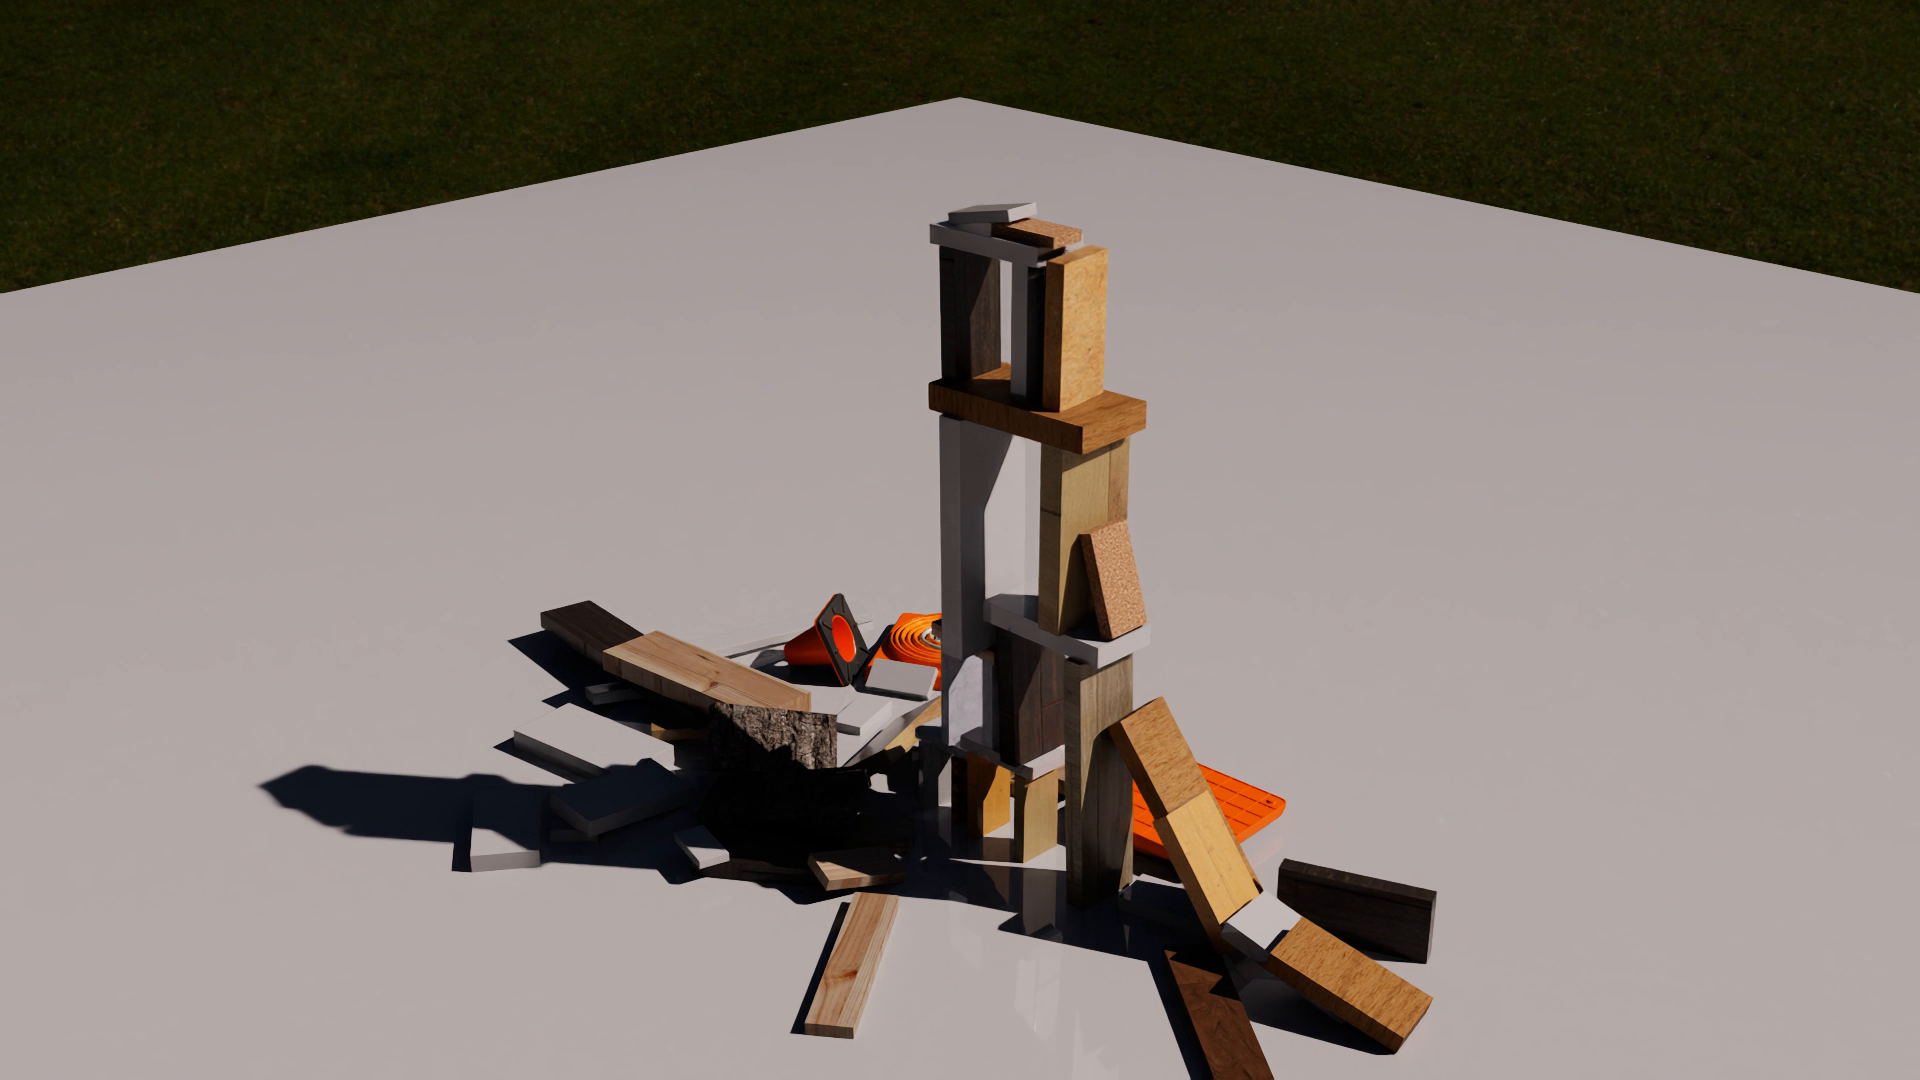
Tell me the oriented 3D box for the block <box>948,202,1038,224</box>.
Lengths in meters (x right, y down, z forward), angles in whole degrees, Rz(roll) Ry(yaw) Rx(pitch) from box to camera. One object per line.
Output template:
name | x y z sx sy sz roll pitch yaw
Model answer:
block | 0.057 -0.575 3.874 0.146 0.021 0.073 6 21 44

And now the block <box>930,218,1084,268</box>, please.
block | 0.081 -0.532 3.882 0.249 0.035 0.125 19 29 38

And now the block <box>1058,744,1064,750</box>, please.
block | 0.228 0.426 4.672 0.170 0.024 0.085 -22 -1 -42

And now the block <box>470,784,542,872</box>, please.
block | -0.900 0.571 4.368 0.130 0.037 0.261 -4 23 -9

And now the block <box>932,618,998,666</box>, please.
block | 0.040 0.187 4.254 0.093 0.026 0.185 -19 29 -37

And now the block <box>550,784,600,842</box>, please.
block | -0.766 0.548 4.434 0.094 0.027 0.187 0 23 -1

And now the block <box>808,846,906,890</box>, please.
block | -0.196 0.625 4.195 0.170 0.024 0.085 -1 30 -33

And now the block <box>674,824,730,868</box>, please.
block | -0.499 0.592 4.246 0.061 0.017 0.122 -13 26 -27

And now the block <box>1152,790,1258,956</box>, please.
block | 0.457 0.601 3.977 0.133 0.266 0.038 -23 -5 -46

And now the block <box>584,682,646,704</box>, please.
block | -0.737 0.335 4.905 0.180 0.025 0.090 -7 9 -20

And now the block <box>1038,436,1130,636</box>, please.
block | 0.223 -0.023 3.955 0.051 0.359 0.180 21 31 40

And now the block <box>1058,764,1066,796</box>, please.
block | 0.241 0.475 4.562 0.102 0.029 0.204 19 21 36

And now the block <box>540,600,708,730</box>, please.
block | -0.722 0.273 4.949 0.131 0.037 0.690 -15 26 -35

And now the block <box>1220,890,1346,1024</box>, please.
block | 0.605 0.735 3.882 0.263 0.037 0.131 34 37 25

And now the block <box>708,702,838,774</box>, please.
block | -0.384 0.416 4.523 0.269 0.135 0.038 8 -20 -25

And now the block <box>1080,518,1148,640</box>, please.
block | 0.276 0.070 3.948 0.098 0.195 0.028 -22 14 -41

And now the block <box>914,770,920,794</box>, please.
block | -0.044 0.455 4.529 0.020 0.141 0.071 33 16 -18

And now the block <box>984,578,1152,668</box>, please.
block | 0.195 0.152 4.055 0.144 0.041 0.287 -21 31 -40

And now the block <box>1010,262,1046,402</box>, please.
block | 0.143 -0.379 3.886 0.035 0.249 0.125 18 29 36

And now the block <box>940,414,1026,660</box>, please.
block | 0.043 -0.026 4.112 0.051 0.475 0.180 19 29 39

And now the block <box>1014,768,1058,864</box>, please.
block | 0.148 0.525 4.280 0.027 0.191 0.095 21 31 41

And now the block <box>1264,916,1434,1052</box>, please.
block | 0.671 0.765 3.797 0.263 0.037 0.131 31 36 21

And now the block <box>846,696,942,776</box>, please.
block | -0.138 0.423 4.623 0.135 0.038 0.269 -30 5 33

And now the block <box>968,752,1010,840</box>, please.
block | 0.057 0.489 4.364 0.027 0.191 0.095 20 30 40

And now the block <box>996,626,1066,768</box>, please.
block | 0.138 0.275 4.186 0.144 0.287 0.041 -21 28 -40

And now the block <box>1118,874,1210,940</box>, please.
block | 0.405 0.685 4.111 0.195 0.028 0.098 14 27 29

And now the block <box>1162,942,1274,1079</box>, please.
block | 0.463 0.886 3.638 0.098 0.028 0.741 -3 23 -7

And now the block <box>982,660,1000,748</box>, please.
block | 0.086 0.302 4.253 0.093 0.185 0.026 -21 30 -40

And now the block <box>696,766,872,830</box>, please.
block | -0.352 0.519 4.402 0.319 0.045 0.160 -6 21 15

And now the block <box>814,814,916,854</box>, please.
block | -0.189 0.580 4.360 0.187 0.027 0.094 4 23 8

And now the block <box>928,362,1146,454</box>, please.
block | 0.137 -0.242 3.946 0.359 0.051 0.180 19 29 38

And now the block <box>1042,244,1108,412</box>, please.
block | 0.201 -0.369 3.839 0.038 0.266 0.133 18 29 34

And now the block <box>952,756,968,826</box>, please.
block | 0.015 0.491 4.414 0.021 0.148 0.074 19 30 38

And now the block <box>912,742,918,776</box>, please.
block | -0.058 0.436 4.642 0.020 0.071 0.141 12 26 26

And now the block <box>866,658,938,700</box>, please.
block | -0.131 0.313 4.948 0.148 0.021 0.074 8 59 18

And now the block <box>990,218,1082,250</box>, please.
block | 0.132 -0.535 3.816 0.146 0.021 0.073 20 30 39

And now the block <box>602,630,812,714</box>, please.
block | -0.551 0.304 4.759 0.488 0.045 0.160 18 27 38

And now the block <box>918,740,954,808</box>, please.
block | -0.046 0.469 4.465 0.074 0.148 0.021 -11 25 -24

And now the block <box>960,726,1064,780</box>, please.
block | 0.102 0.407 4.278 0.191 0.027 0.095 21 31 40

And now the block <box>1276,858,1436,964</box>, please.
block | 0.718 0.675 4.003 0.282 0.131 0.037 10 25 22

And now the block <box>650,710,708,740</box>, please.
block | -0.573 0.395 4.733 0.180 0.026 0.090 -3 23 -8

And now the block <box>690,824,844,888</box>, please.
block | -0.373 0.612 4.269 0.269 0.038 0.135 4 23 10

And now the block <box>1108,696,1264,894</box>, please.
block | 0.426 0.517 4.047 0.133 0.453 0.038 -25 -3 -45

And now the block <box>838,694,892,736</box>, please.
block | -0.217 0.383 4.832 0.073 0.021 0.146 11 25 24

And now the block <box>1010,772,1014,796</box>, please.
block | 0.048 0.493 4.561 0.204 0.029 0.102 0 23 -1

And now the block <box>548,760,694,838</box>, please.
block | -0.682 0.520 4.435 0.130 0.037 0.261 28 29 37

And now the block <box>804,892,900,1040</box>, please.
block | -0.190 0.757 3.946 0.085 0.024 0.422 4 23 8

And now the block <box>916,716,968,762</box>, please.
block | -0.012 0.398 4.417 0.148 0.021 0.074 20 30 40

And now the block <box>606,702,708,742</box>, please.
block | -0.624 0.397 4.792 0.284 0.026 0.090 5 24 13

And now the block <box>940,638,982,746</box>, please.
block | 0.009 0.287 4.353 0.093 0.235 0.026 -15 27 -31

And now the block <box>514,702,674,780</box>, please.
block | -0.778 0.439 4.667 0.320 0.045 0.160 17 28 34

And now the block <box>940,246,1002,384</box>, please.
block | 0.020 -0.421 3.985 0.035 0.249 0.125 18 29 38

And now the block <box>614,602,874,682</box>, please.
block | -0.507 0.235 5.145 0.670 0.021 0.074 -13 25 -32

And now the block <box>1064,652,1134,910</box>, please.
block | 0.259 0.435 4.087 0.144 0.505 0.041 -21 29 -40
